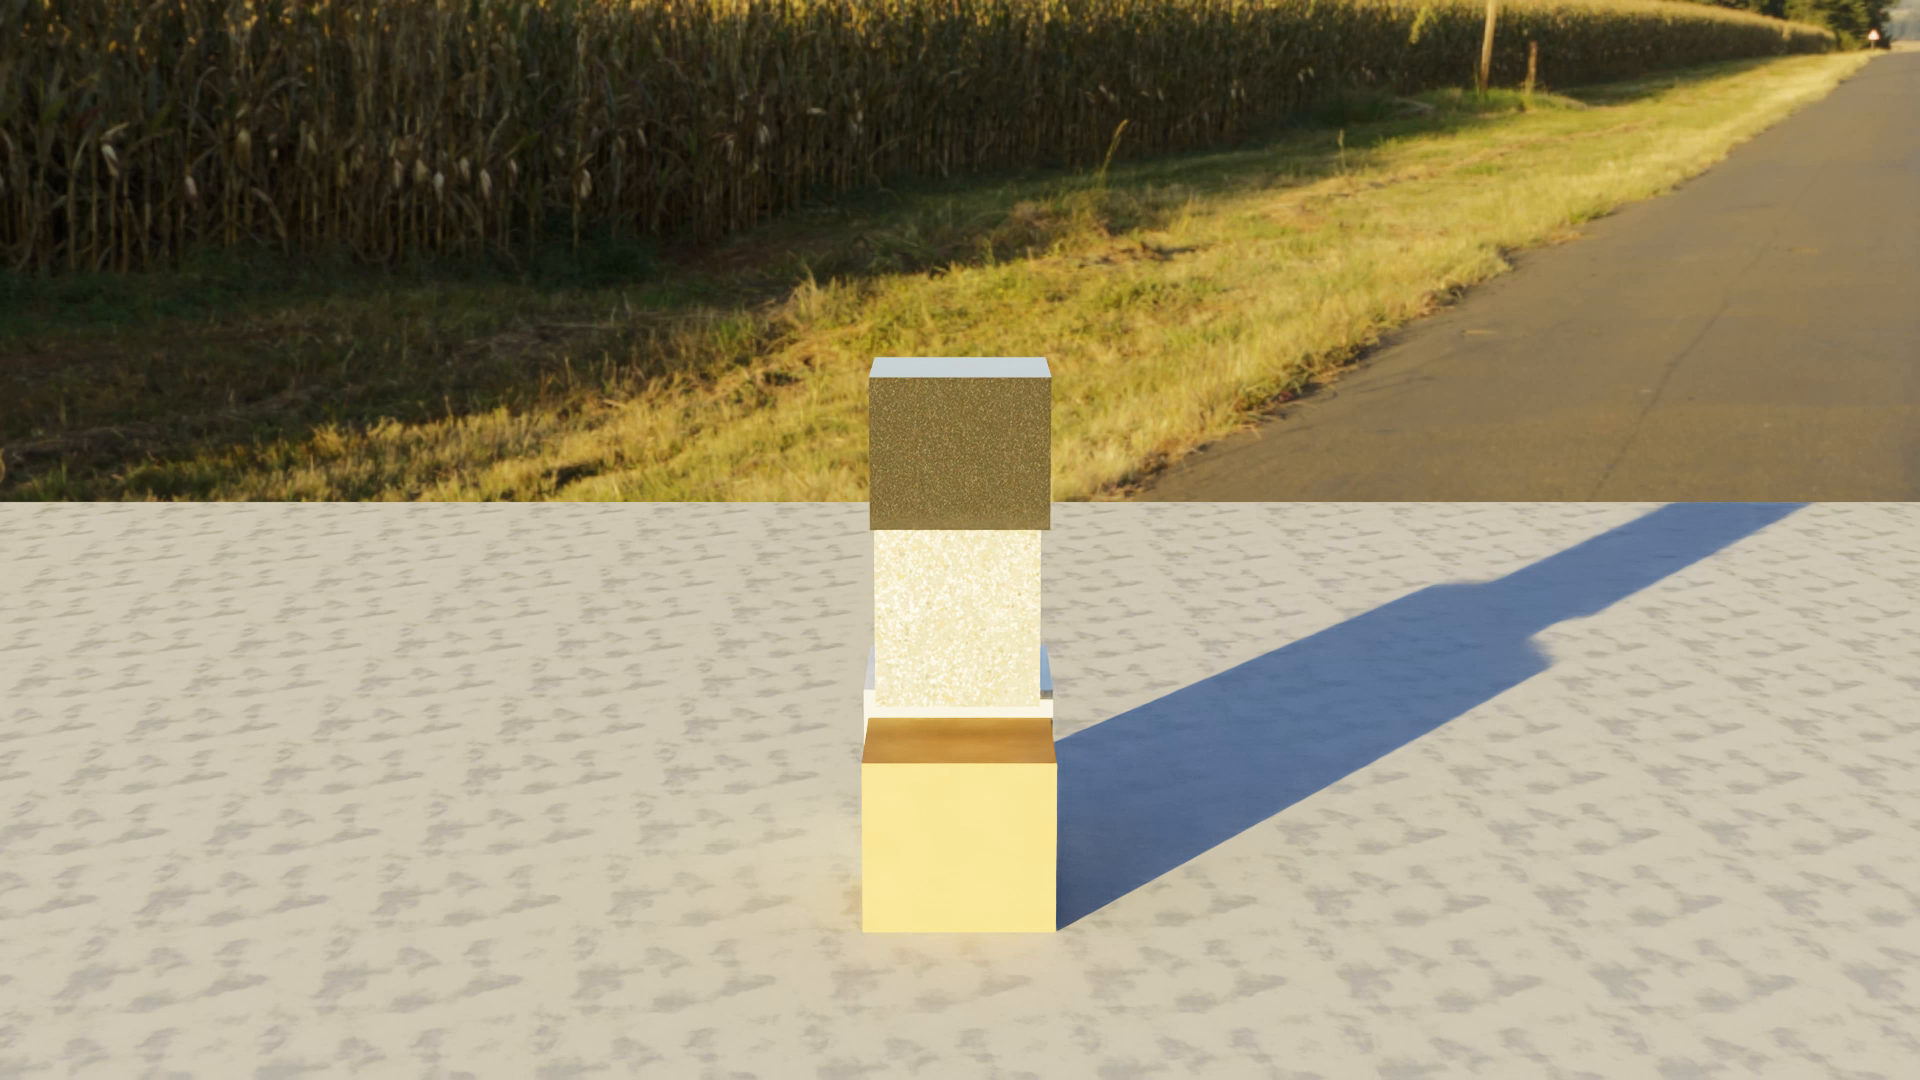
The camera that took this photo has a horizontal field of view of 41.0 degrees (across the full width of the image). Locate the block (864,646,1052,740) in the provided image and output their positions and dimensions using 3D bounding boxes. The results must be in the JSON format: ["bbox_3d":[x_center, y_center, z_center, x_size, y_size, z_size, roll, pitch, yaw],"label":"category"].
[{"bbox_3d":[-0.007,0.992,11.754,0.828,0.843,0.890,0,10,0],"label":"block"}]

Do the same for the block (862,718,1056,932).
[{"bbox_3d":[-0.003,1.202,10.941,0.799,0.721,0.764,0,10,0],"label":"block"}]

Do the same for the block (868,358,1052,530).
[{"bbox_3d":[0.000,-0.427,11.103,0.760,0.647,0.759,0,10,0],"label":"block"}]

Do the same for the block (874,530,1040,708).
[{"bbox_3d":[-0.010,0.269,11.229,0.701,0.767,0.735,0,10,0],"label":"block"}]
